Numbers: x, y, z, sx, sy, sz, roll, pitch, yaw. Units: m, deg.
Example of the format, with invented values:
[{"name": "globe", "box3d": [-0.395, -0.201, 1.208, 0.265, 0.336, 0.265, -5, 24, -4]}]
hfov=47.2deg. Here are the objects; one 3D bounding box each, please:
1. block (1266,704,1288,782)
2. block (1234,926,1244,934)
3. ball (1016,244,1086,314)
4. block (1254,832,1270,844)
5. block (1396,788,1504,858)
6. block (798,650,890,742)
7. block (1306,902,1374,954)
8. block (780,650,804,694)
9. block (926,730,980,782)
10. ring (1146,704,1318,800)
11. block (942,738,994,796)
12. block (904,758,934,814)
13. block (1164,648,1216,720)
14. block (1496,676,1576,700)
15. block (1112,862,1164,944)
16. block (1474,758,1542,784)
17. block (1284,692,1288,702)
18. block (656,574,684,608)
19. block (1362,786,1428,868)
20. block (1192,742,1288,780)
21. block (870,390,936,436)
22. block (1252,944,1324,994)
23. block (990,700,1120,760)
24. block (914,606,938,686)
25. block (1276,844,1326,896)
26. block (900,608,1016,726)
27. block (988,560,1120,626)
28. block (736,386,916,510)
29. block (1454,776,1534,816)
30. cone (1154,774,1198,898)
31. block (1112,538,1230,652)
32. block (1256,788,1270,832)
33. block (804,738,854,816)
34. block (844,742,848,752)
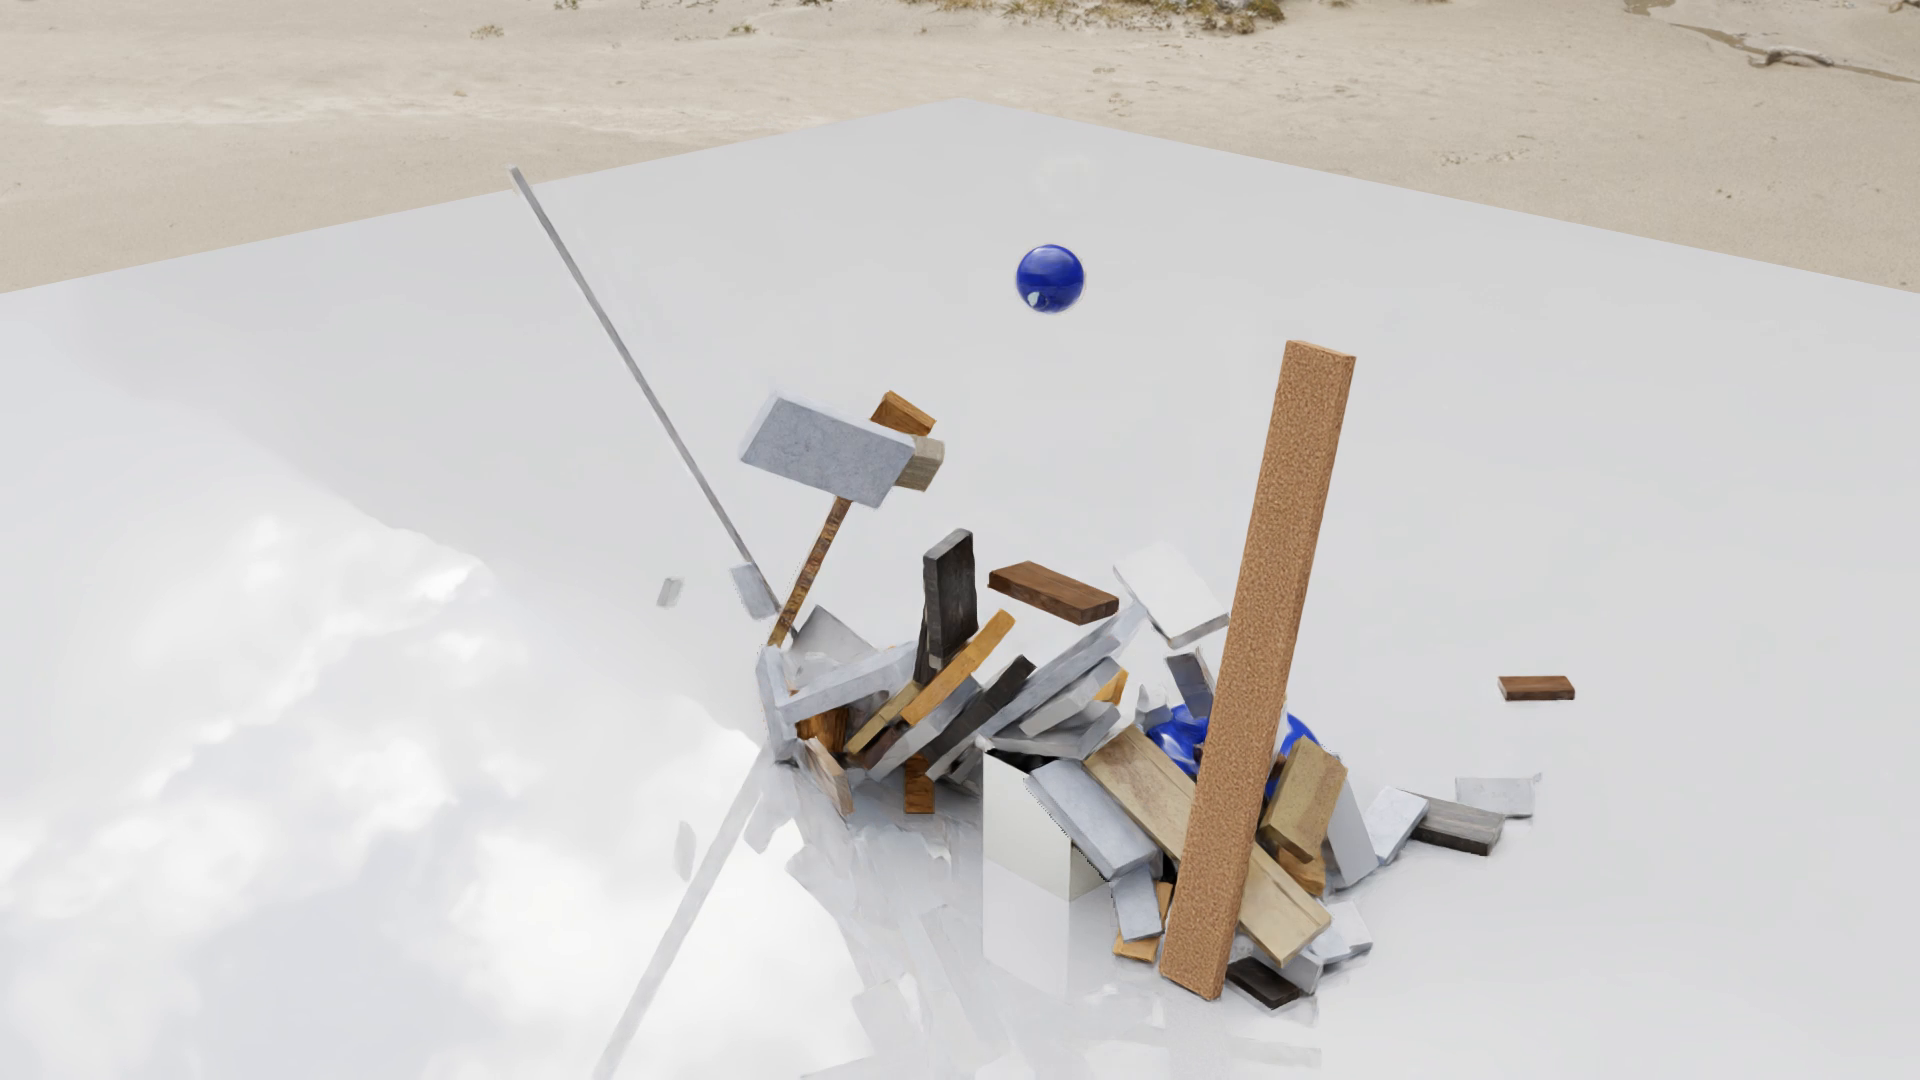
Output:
[{"name": "block", "box3d": [0.561, 0.421, 4.126, 0.032, 0.112, 0.223, 17, 57, 18]}, {"name": "block", "box3d": [0.506, 0.689, 4.102, 0.193, 0.027, 0.096, 12, 26, 26]}, {"name": "ball", "box3d": [0.175, -0.505, 4.259, 0.136, 0.136, 0.136, 0, 23, 0]}, {"name": "block", "box3d": [0.590, 0.560, 4.324, 0.185, 0.026, 0.093, -24, 16, -18]}, {"name": "block", "box3d": [0.957, 0.563, 4.383, 0.225, 0.032, 0.112, 12, 30, 26]}, {"name": "block", "box3d": [-0.252, 0.336, 4.609, 0.037, 0.131, 0.263, 12, 8, -38]}, {"name": "block", "box3d": [0.643, 0.717, 3.998, 0.193, 0.027, 0.096, -7, 43, -16]}, {"name": "block", "box3d": [-0.320, 0.301, 4.872, 0.136, 0.039, 0.273, -10, 20, -17]}, {"name": "block", "box3d": [-0.001, 0.403, 4.360, 0.023, 0.163, 0.081, 42, 17, -3]}, {"name": "ring", "box3d": [0.560, 0.450, 4.542, 0.384, 0.128, 0.384, 0, 24, 0]}, {"name": "block", "box3d": [-0.028, 0.394, 4.623, 0.335, 0.047, 0.167, 25, 66, 39]}, {"name": "block", "box3d": [-0.083, 0.500, 4.471, 0.058, 0.016, 0.115, 0, 64, -2]}, {"name": "block", "box3d": [0.484, 0.295, 4.510, 0.076, 0.151, 0.021, -14, 18, 41]}, {"name": "block", "box3d": [1.296, 0.332, 4.949, 0.155, 0.022, 0.077, -1, 23, -2]}, {"name": "block", "box3d": [0.320, 0.652, 3.990, 0.074, 0.021, 0.148, -17, 59, 11]}, {"name": "block", "box3d": [1.128, 0.498, 4.559, 0.151, 0.021, 0.076, -18, 29, -36]}, {"name": "block", "box3d": [0.644, 0.349, 4.910, 0.155, 0.022, 0.077, -11, 25, -23]}, {"name": "block", "box3d": [-0.617, 0.109, 4.685, 0.018, 0.063, 0.125, 20, 3, 2]}, {"name": "block", "box3d": [0.841, 0.564, 4.338, 0.093, 0.026, 0.185, 18, 43, 32]}, {"name": "block", "box3d": [0.555, 0.432, 4.317, 0.112, 0.032, 0.225, -10, 10, -17]}, {"name": "block", "box3d": [-0.149, -0.192, 4.404, 0.110, 0.221, 0.031, 34, 41, -5]}, {"name": "block", "box3d": [0.580, 0.742, 3.894, 0.129, 0.064, 0.018, 30, 33, 32]}, {"name": "block", "box3d": [0.177, 0.352, 4.147, 0.245, 0.035, 0.122, 0, 37, 51]}, {"name": "block", "box3d": [-0.045, 0.177, 4.225, 0.027, 0.194, 0.097, 23, 40, 17]}, {"name": "block", "box3d": [0.653, 0.619, 4.213, 0.093, 0.026, 0.185, 17, 18, 5]}, {"name": "block", "box3d": [-0.005, 0.246, 4.210, 0.040, 0.280, 0.140, 43, 49, -1]}, {"name": "block", "box3d": [0.171, 0.096, 4.016, 0.221, 0.031, 0.110, 22, 25, 37]}, {"name": "block", "box3d": [-0.247, -0.169, 4.076, 0.298, 0.149, 0.042, 19, 27, -29]}, {"name": "block", "box3d": [1.080, 0.519, 4.447, 0.151, 0.076, 0.021, 0, -19, 1]}, {"name": "cone", "box3d": [0.418, 0.615, 4.073, 0.256, 0.256, 0.256, -6, 39, -14]}, {"name": "block", "box3d": [0.384, 0.098, 4.023, 0.117, 0.033, 0.234, -24, 43, -10]}, {"name": "block", "box3d": [0.493, 0.539, 4.247, 0.225, 0.112, 0.032, -17, 47, 14]}, {"name": "block", "box3d": [-0.265, 0.478, 4.452, 0.026, 0.093, 0.185, -19, 24, -16]}, {"name": "block", "box3d": [-0.206, 0.432, 4.714, 0.155, 0.022, 0.077, 9, 25, 20]}]
